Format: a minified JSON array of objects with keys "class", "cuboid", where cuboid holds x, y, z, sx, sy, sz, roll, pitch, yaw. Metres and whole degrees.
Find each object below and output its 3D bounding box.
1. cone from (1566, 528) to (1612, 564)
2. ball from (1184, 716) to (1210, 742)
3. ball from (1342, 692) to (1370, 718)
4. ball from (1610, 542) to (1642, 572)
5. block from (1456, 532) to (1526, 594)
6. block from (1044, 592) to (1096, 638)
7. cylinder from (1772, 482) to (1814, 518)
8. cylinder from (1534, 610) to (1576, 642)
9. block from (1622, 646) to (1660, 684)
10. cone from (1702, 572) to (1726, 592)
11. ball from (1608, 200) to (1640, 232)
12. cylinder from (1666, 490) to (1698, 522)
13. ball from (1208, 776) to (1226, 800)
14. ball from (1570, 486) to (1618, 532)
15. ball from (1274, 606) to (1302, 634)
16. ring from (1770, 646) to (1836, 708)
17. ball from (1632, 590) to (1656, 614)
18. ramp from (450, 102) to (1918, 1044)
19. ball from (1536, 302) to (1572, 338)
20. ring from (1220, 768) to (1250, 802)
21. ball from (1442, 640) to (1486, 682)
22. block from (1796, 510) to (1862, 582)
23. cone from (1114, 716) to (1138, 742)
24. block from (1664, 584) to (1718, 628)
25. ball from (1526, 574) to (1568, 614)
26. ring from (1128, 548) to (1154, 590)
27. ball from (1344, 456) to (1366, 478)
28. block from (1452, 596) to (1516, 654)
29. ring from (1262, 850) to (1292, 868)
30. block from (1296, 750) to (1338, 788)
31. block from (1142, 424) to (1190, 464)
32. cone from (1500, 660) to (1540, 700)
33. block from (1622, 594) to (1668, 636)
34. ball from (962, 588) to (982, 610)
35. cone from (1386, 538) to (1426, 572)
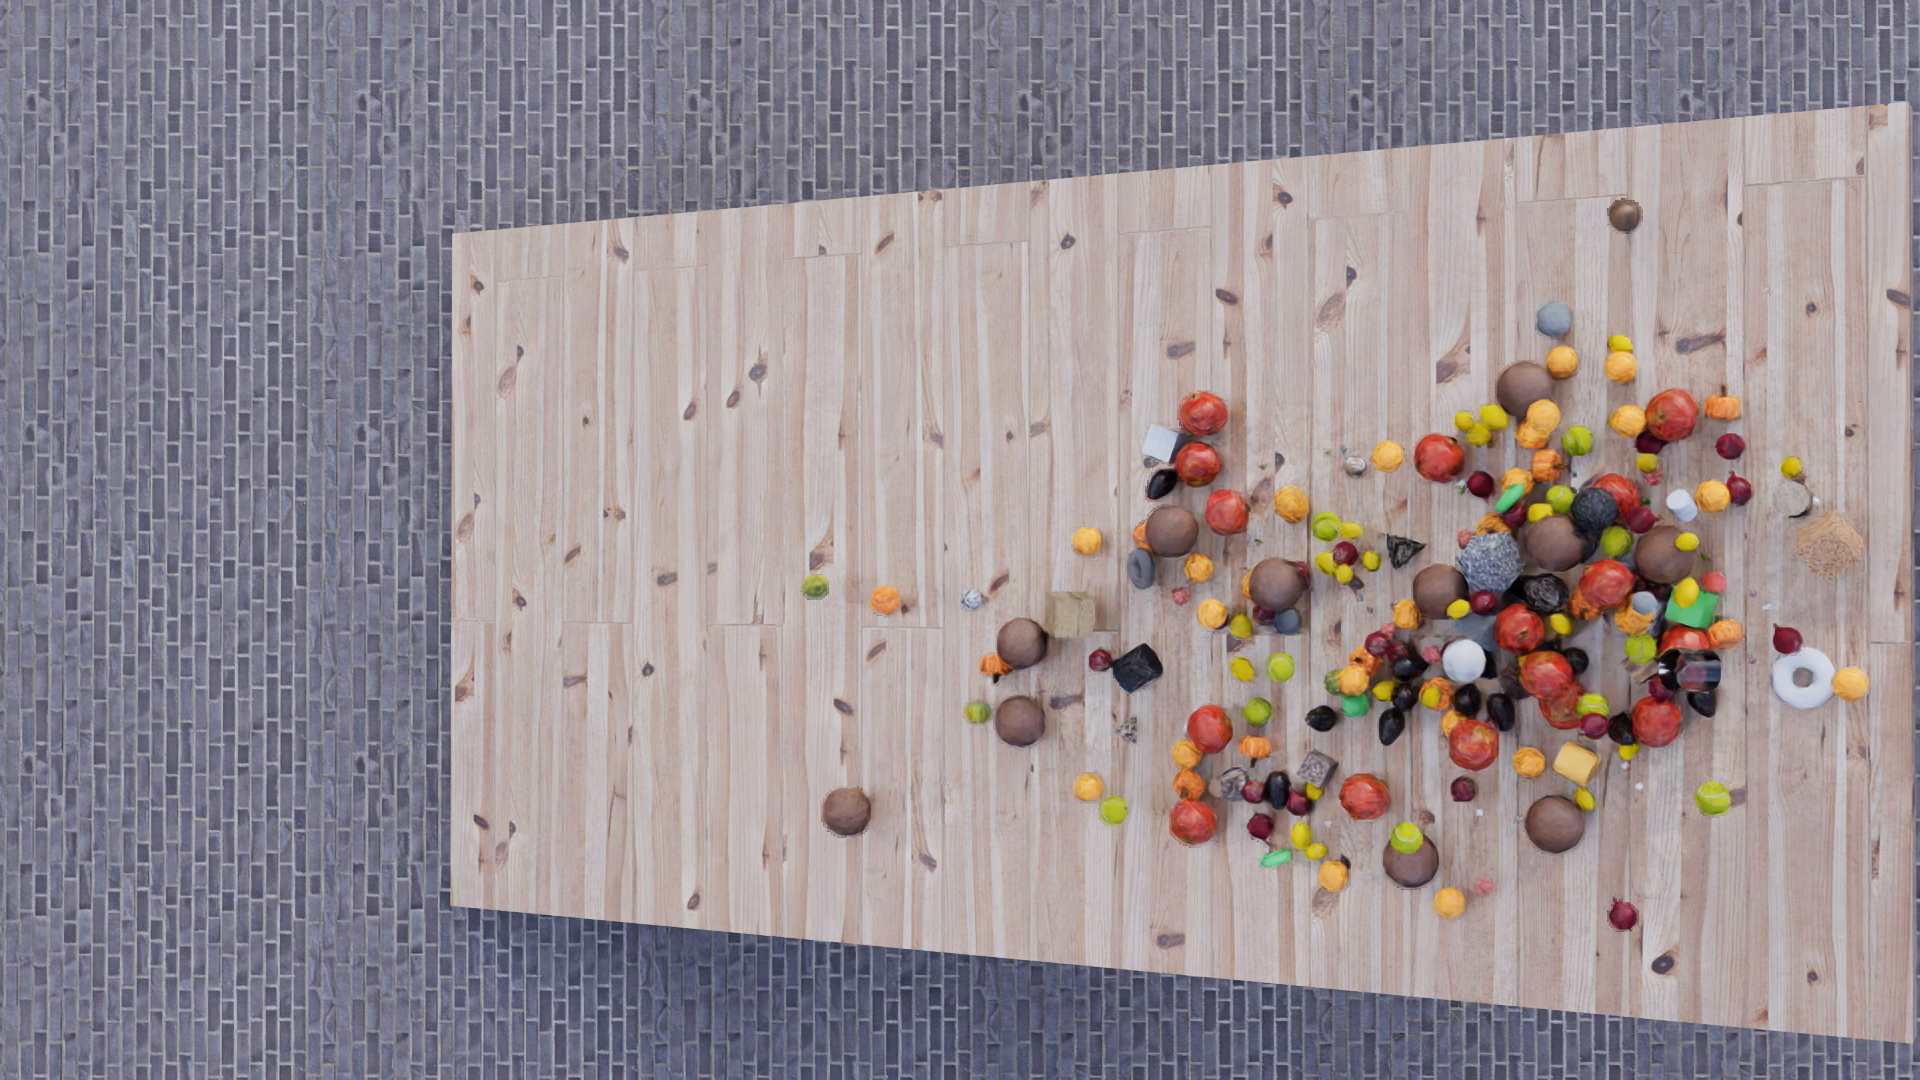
[{"class":"cone","cuboid":[1.430,-0.002,4.961,0.088,0.088,0.088,-21,89,0]},{"class":"ball","cuboid":[0.580,0.465,5.393,0.065,0.065,0.065,0,89,0]},{"class":"ball","cuboid":[0.936,0.390,5.206,0.063,0.063,0.063,0,89,0]},{"class":"ball","cuboid":[1.489,0.037,4.914,0.068,0.068,0.068,0,89,0]},{"class":"block","cuboid":[1.206,0.051,4.995,0.096,0.096,0.096,-43,112,-35]},{"class":"block","cuboid":[0.274,0.187,5.499,0.099,0.099,0.099,0,99,-14]},{"class":"cylinder","cuboid":[1.798,-0.088,4.747,0.075,0.075,0.075,-1,88,28]},{"class":"cylinder","cuboid":[1.343,0.193,4.964,0.063,0.063,0.063,-8,89,-34]},{"class":"block","cuboid":[1.520,0.279,4.895,0.062,0.062,0.062,-37,73,18]},{"class":"cone","cuboid":[1.652,0.080,4.806,0.052,0.052,0.052,-4,63,7]},{"class":"ball","cuboid":[1.487,-0.725,4.922,0.070,0.070,0.070,0,89,0]},{"class":"cylinder","cuboid":[1.556,-0.073,4.738,0.050,0.050,0.050,-43,131,0]},{"class":"ball","cuboid":[0.633,0.606,5.369,0.056,0.056,0.056,0,89,0]},{"class":"ball","cuboid":[1.392,-0.067,4.824,0.099,0.099,0.099,0,89,0]},{"class":"ball","cuboid":[0.787,0.194,5.283,0.068,0.068,0.068,0,89,0]},{"class":"ring","cuboid":[1.820,0.298,4.749,0.135,0.045,0.135,0,90,29]},{"class":"ball","cuboid":[1.452,0.134,4.669,0.051,0.051,0.051,0,89,0]},{"class":"ramp","cuboid":[0.276,0.078,5.652,4.000,0.100,2.000,0,89,28]},{"class":"ball","cuboid":[1.348,-0.500,4.987,0.080,0.080,0.080,0,89,0]},{"class":"ring","cuboid":[0.669,0.595,5.342,0.083,0.028,0.083,1,88,-29]},{"class":"ball","cuboid":[1.114,0.267,4.862,0.096,0.096,0.096,0,89,0]},{"class":"block","cuboid":[1.849,0.011,4.680,0.092,0.092,0.092,45,127,-6]},{"class":"cone","cuboid":[0.427,0.462,5.475,0.064,0.064,0.064,24,100,0]},{"class":"block","cuboid":[1.609,0.147,4.839,0.077,0.077,0.077,20,99,34]},{"class":"ball","cuboid":[1.313,0.119,4.921,0.089,0.089,0.089,0,89,0]},{"class":"ring","cuboid":[0.450,0.072,5.458,0.035,0.104,0.104,-9,89,-22]},{"class":"ball","cuboid":[0.936,-0.174,5.219,0.050,0.050,0.050,0,89,0]},{"class":"block","cuboid":[1.201,0.195,5.041,0.083,0.083,0.083,19,110,-40]},{"class":"ring","cuboid":[0.760,0.766,5.287,0.077,0.077,0.026,-21,87,0]},{"class":"block","cuboid":[0.853,0.546,5.248,0.064,0.064,0.064,29,103,25]},{"class":"block","cuboid":[0.509,-0.238,5.432,0.076,0.076,0.076,23,100,26]},{"class":"cone","cuboid":[1.267,0.322,5.014,0.091,0.091,0.091,0,91,26]},{"class":"block","cuboid":[1.517,0.167,4.876,0.070,0.070,0.070,16,91,30]},{"class":"ball","cuboid":[0.030,0.154,5.694,0.055,0.055,0.055,0,89,0]},{"class":"cone","cuboid":[1.055,0.020,5.160,0.086,0.086,0.086,-21,89,15]}]
